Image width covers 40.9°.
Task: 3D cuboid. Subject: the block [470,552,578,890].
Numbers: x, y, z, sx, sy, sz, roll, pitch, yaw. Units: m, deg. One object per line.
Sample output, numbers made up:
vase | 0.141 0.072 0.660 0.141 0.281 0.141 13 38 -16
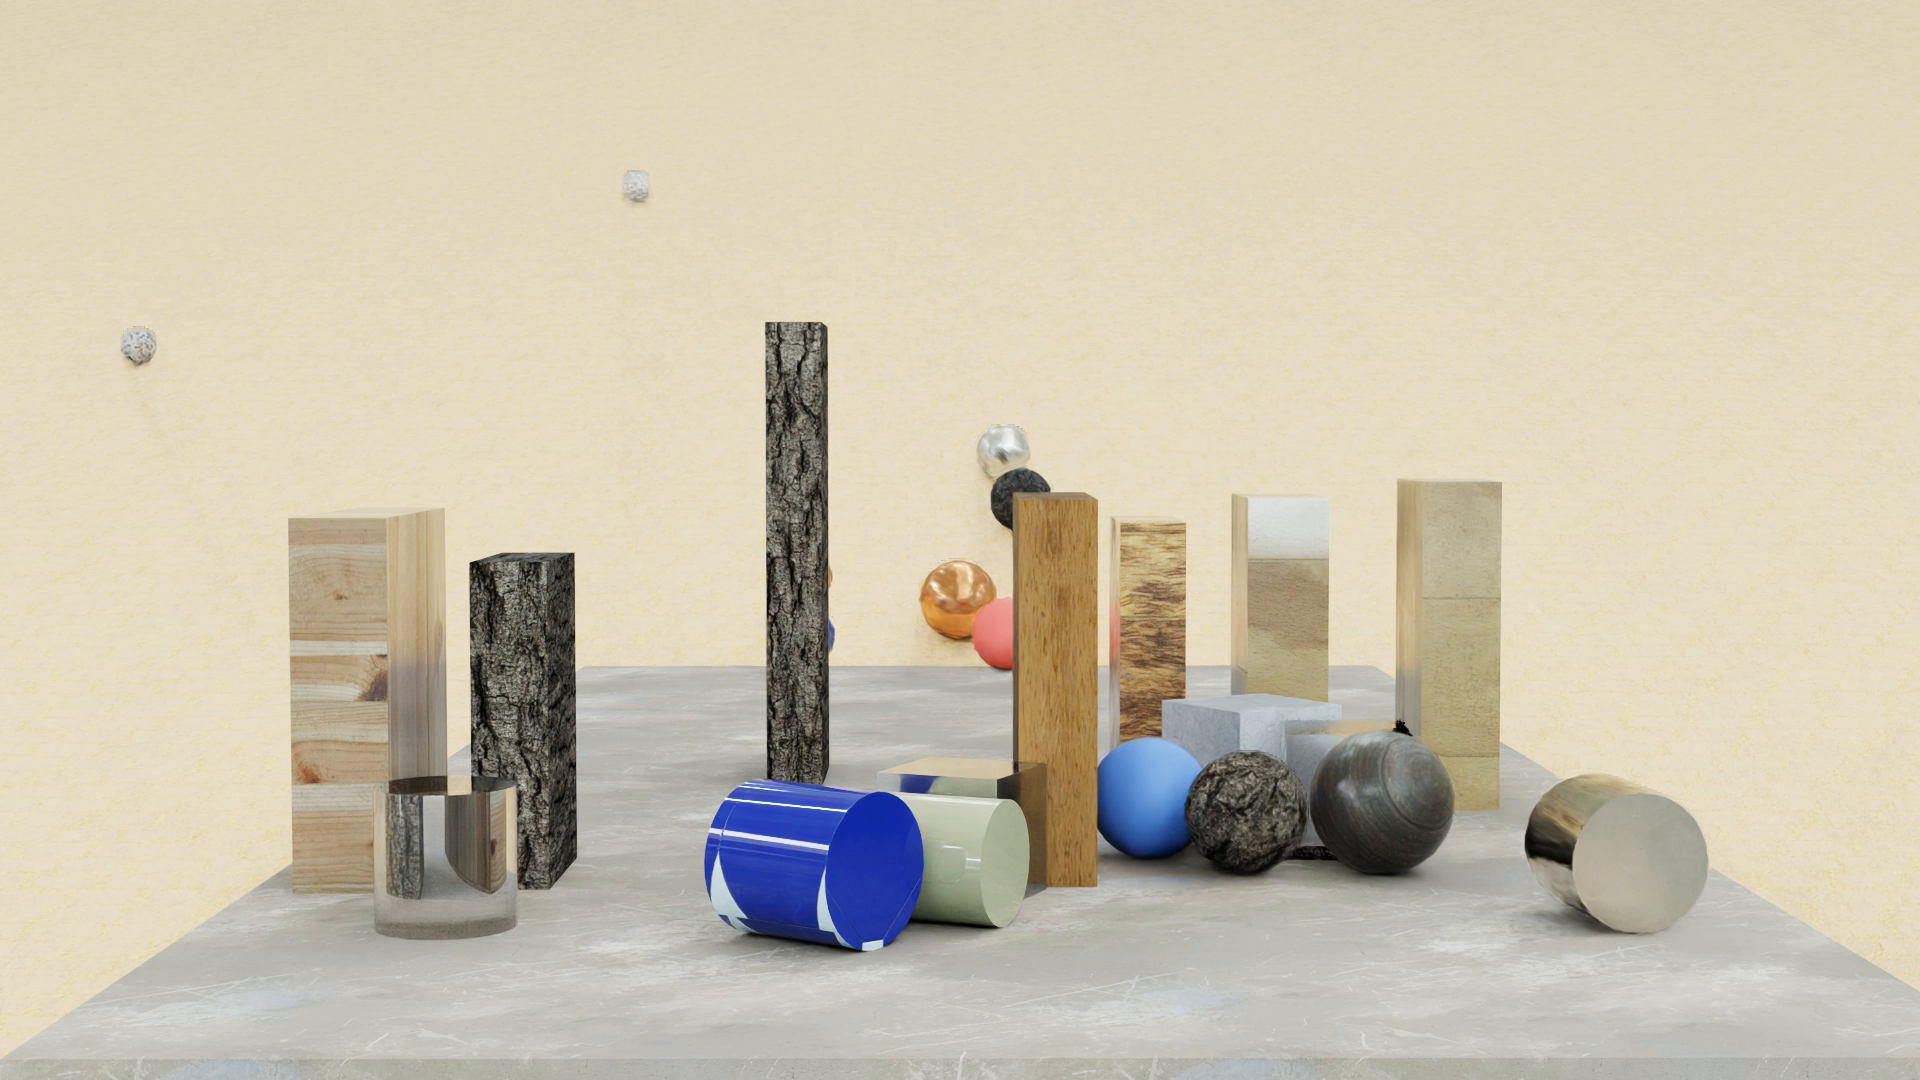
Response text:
block | -0.601 0.243 3.553 0.103 0.438 0.254 0 3 0

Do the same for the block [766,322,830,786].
block | -0.284 0.019 4.506 0.095 0.792 0.240 0 3 0

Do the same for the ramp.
ramp | 0.051 0.465 4.534 2.000 0.100 4.000 0 3 0

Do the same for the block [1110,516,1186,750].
block | 0.318 0.193 4.385 0.109 0.457 0.284 0 3 0

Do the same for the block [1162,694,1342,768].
block | 0.446 0.346 3.939 0.194 0.194 0.194 -2 3 -32

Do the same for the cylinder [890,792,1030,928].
cylinder | -0.016 0.399 3.219 0.158 0.158 0.158 1 21 24

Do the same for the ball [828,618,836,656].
ball | -0.394 0.241 6.435 0.164 0.164 0.164 0 22 0

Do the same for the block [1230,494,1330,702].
block | 0.532 0.176 4.297 0.132 0.499 0.247 0 3 0

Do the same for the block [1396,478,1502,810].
block | 0.802 0.165 4.239 0.126 0.527 0.243 0 3 0

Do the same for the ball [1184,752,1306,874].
ball | 0.396 0.377 3.561 0.168 0.168 0.168 0 22 0

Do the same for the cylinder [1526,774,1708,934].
cylinder | 0.820 0.391 3.224 0.173 0.173 0.173 -3 3 -7

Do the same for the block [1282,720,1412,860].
block | 0.561 0.363 3.746 0.179 0.179 0.179 0 3 5

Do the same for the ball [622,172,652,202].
ball | -1.403 -1.532 11.150 0.129 0.129 0.129 0 22 0

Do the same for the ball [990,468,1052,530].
ball | 0.181 -0.118 7.603 0.187 0.187 0.187 0 22 0

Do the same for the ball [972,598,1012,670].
ball | 0.119 0.233 6.421 0.181 0.181 0.181 0 22 0

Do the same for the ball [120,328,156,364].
ball | -2.898 -0.683 9.074 0.123 0.123 0.123 0 22 0

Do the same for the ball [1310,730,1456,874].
ball | 0.583 0.362 3.554 0.199 0.199 0.199 0 22 0

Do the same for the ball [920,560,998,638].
ball | -0.004 0.159 6.892 0.210 0.210 0.210 0 22 0

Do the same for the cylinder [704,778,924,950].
cylinder | -0.175 0.389 3.103 0.188 0.188 0.188 2 19 37

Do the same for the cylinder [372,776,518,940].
cylinder | -0.638 0.392 3.191 0.176 0.176 0.176 0 3 0

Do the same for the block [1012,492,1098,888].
block | 0.131 0.198 3.619 0.106 0.521 0.355 0 3 0

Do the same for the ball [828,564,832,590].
ball | -0.430 0.102 7.104 0.156 0.156 0.156 0 22 0

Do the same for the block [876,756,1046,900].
block | 0.004 0.384 3.390 0.170 0.170 0.170 1 3 24

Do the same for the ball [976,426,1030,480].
ball | 0.135 -0.272 8.002 0.170 0.170 0.170 0 22 0

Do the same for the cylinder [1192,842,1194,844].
cylinder | 0.383 0.398 3.754 0.107 0.107 0.107 -14 9 -30

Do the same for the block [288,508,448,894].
block | -0.820 0.211 3.593 0.129 0.498 0.393 0 3 0

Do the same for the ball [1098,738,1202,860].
ball | 0.271 0.369 3.676 0.173 0.173 0.173 0 22 0
